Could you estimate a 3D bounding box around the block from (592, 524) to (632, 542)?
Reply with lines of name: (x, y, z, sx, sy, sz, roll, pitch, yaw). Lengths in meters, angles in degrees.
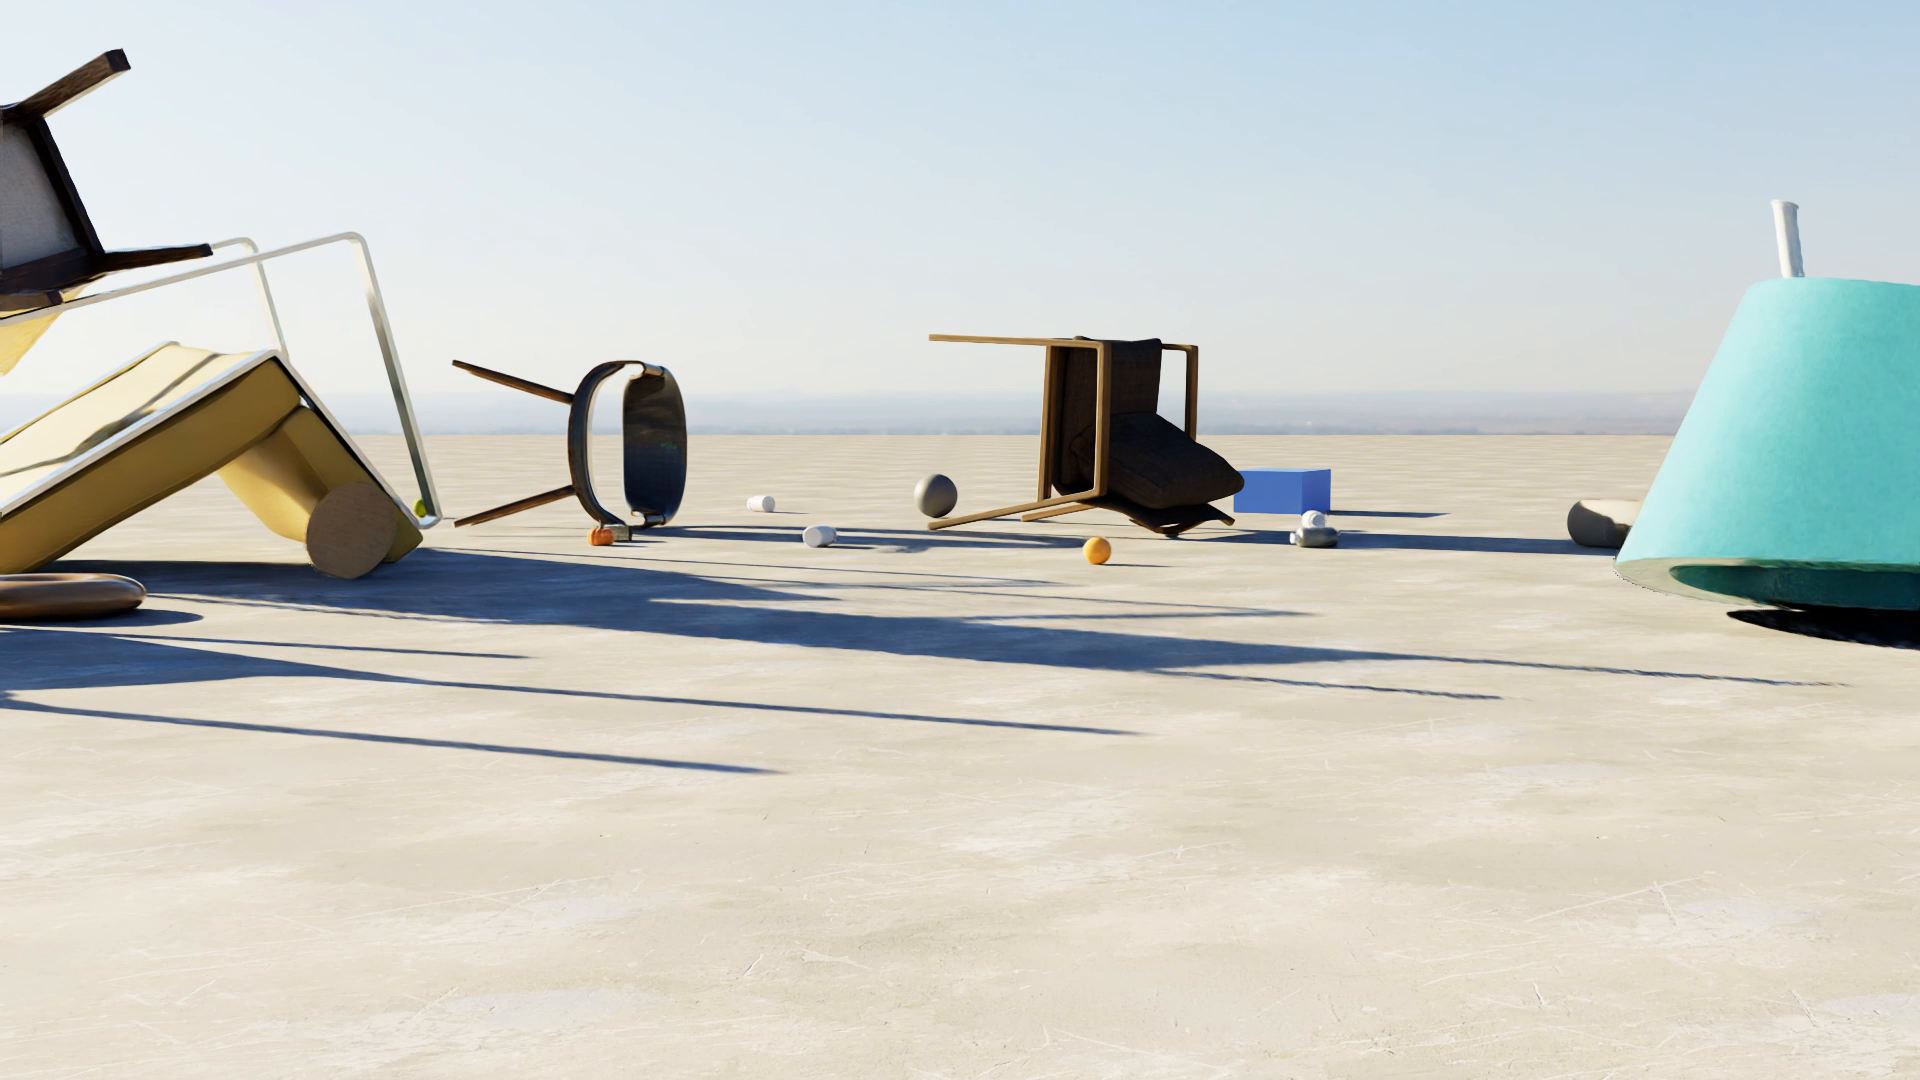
block: (-1.030, -0.020, 6.511, 0.105, 0.045, 0.066, -1, 4, -20)

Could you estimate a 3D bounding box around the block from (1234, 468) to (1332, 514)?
block: (1.184, -0.181, 8.071, 0.259, 0.153, 0.331, 2, 4, 27)

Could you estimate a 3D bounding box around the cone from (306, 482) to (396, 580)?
cone: (-1.481, 0.025, 5.350, 0.199, 0.256, 0.256, 19, -26, -7)

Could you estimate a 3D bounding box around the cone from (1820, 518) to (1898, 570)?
cone: (2.232, 0.040, 5.480, 0.188, 0.094, 0.181, -14, -52, 47)

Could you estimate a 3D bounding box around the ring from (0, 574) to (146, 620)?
ring: (-1.827, 0.111, 4.385, 0.407, 0.075, 0.349, 1, 3, 19)

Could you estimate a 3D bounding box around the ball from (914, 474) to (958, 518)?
ball: (-0.084, -0.155, 7.675, 0.154, 0.154, 0.154, 0, 4, 0)

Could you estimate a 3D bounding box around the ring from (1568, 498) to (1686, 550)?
ring: (1.888, -0.046, 6.238, 0.188, 0.137, 0.382, -1, 3, -36)
